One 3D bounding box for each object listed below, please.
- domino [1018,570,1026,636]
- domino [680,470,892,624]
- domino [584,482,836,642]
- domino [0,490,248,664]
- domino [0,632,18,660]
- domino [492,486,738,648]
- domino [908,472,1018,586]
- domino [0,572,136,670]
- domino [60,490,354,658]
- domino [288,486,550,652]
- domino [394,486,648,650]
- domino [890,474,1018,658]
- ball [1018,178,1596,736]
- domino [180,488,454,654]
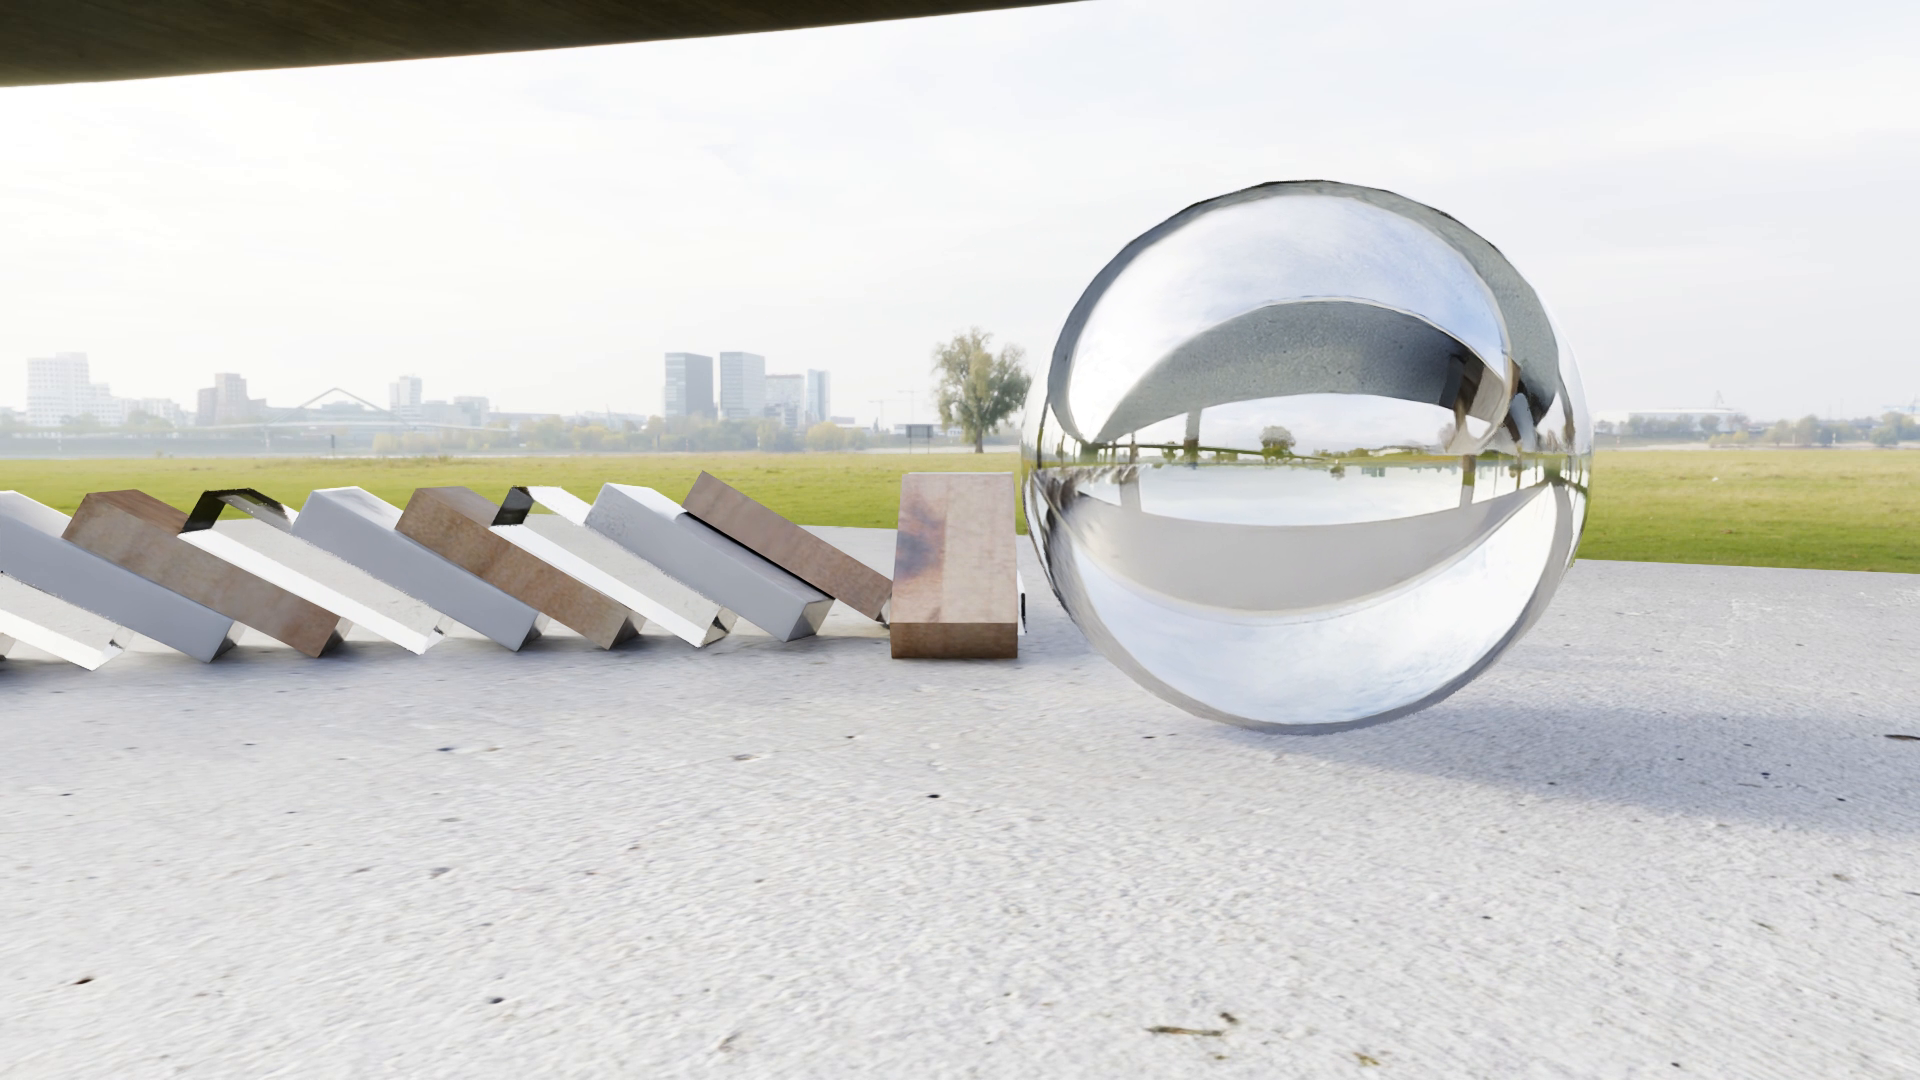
[{"bbox_3d":[0.002,0.015,0.310,0.025,0.010,0.050,0,4,1],"label":"domino"},{"bbox_3d":[-0.037,0.002,0.294,0.050,0.009,0.025,30,-3,5],"label":"domino"},{"bbox_3d":[-0.053,0.005,0.277,0.050,0.010,0.025,30,4,7],"label":"domino"},{"bbox_3d":[-0.168,0.007,0.253,0.050,0.009,0.025,30,-6,-18],"label":"domino"},{"bbox_3d":[-0.203,0.008,0.235,0.050,0.009,0.025,31,-9,-23],"label":"domino"},{"bbox_3d":[-0.072,0.005,0.276,0.050,0.009,0.025,30,4,3],"label":"domino"},{"bbox_3d":[0.000,0.003,0.289,0.025,0.010,0.050,0,38,1],"label":"domino"},{"bbox_3d":[-0.186,0.008,0.244,0.050,0.009,0.025,30,-7,-20],"label":"domino"},{"bbox_3d":[-0.149,0.006,0.260,0.050,0.009,0.025,30,-4,-15],"label":"domino"},{"bbox_3d":[-0.111,0.006,0.271,0.050,0.009,0.025,30,1,-8],"label":"domino"},{"bbox_3d":[-0.091,0.005,0.275,0.050,0.010,0.025,30,3,-2],"label":"domino"},{"bbox_3d":[-0.001,0.004,0.272,0.025,0.009,0.050,0,38,1],"label":"domino"},{"bbox_3d":[0.049,-0.012,0.188,0.080,0.080,0.080,0,4,0],"label":"ball"},{"bbox_3d":[-0.130,0.006,0.266,0.050,0.010,0.025,30,-2,-11],"label":"domino"}]
